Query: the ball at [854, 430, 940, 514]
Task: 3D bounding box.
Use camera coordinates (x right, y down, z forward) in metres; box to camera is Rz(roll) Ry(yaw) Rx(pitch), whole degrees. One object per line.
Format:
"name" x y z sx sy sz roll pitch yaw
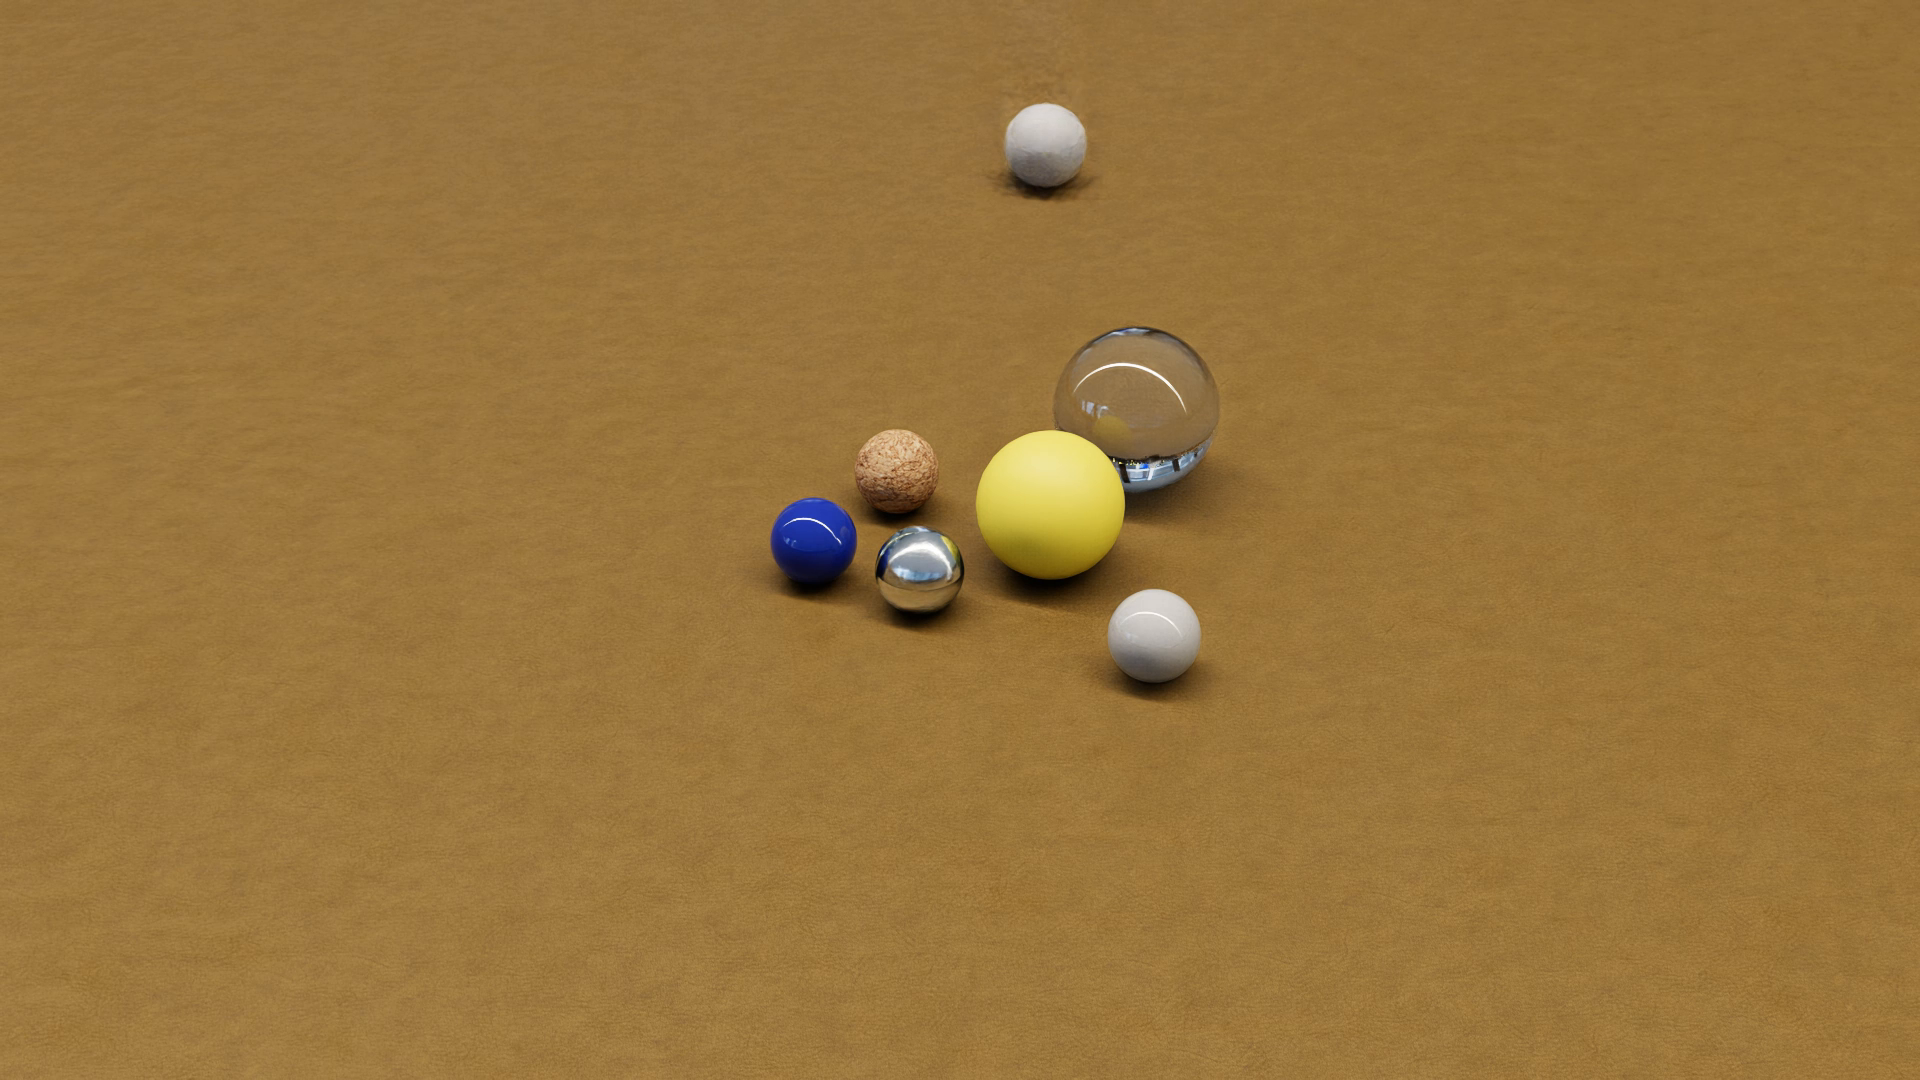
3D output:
"ball" -0.036 -0.039 1.674 0.048 0.048 0.048 0 32 0

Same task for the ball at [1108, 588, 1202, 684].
"ball" 0.101 0.050 1.528 0.049 0.049 0.049 0 32 0

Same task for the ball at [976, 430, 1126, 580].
"ball" 0.049 -0.019 1.609 0.082 0.082 0.082 0 32 0

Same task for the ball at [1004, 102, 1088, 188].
"ball" 0.059 -0.275 2.048 0.058 0.058 0.058 0 32 0

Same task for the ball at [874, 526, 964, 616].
"ball" -0.022 0.016 1.583 0.049 0.049 0.049 0 32 0

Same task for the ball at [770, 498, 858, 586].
"ball" -0.080 0.001 1.609 0.048 0.048 0.048 0 32 0

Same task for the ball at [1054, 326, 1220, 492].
"ball" 0.101 -0.075 1.687 0.096 0.096 0.096 0 32 0
